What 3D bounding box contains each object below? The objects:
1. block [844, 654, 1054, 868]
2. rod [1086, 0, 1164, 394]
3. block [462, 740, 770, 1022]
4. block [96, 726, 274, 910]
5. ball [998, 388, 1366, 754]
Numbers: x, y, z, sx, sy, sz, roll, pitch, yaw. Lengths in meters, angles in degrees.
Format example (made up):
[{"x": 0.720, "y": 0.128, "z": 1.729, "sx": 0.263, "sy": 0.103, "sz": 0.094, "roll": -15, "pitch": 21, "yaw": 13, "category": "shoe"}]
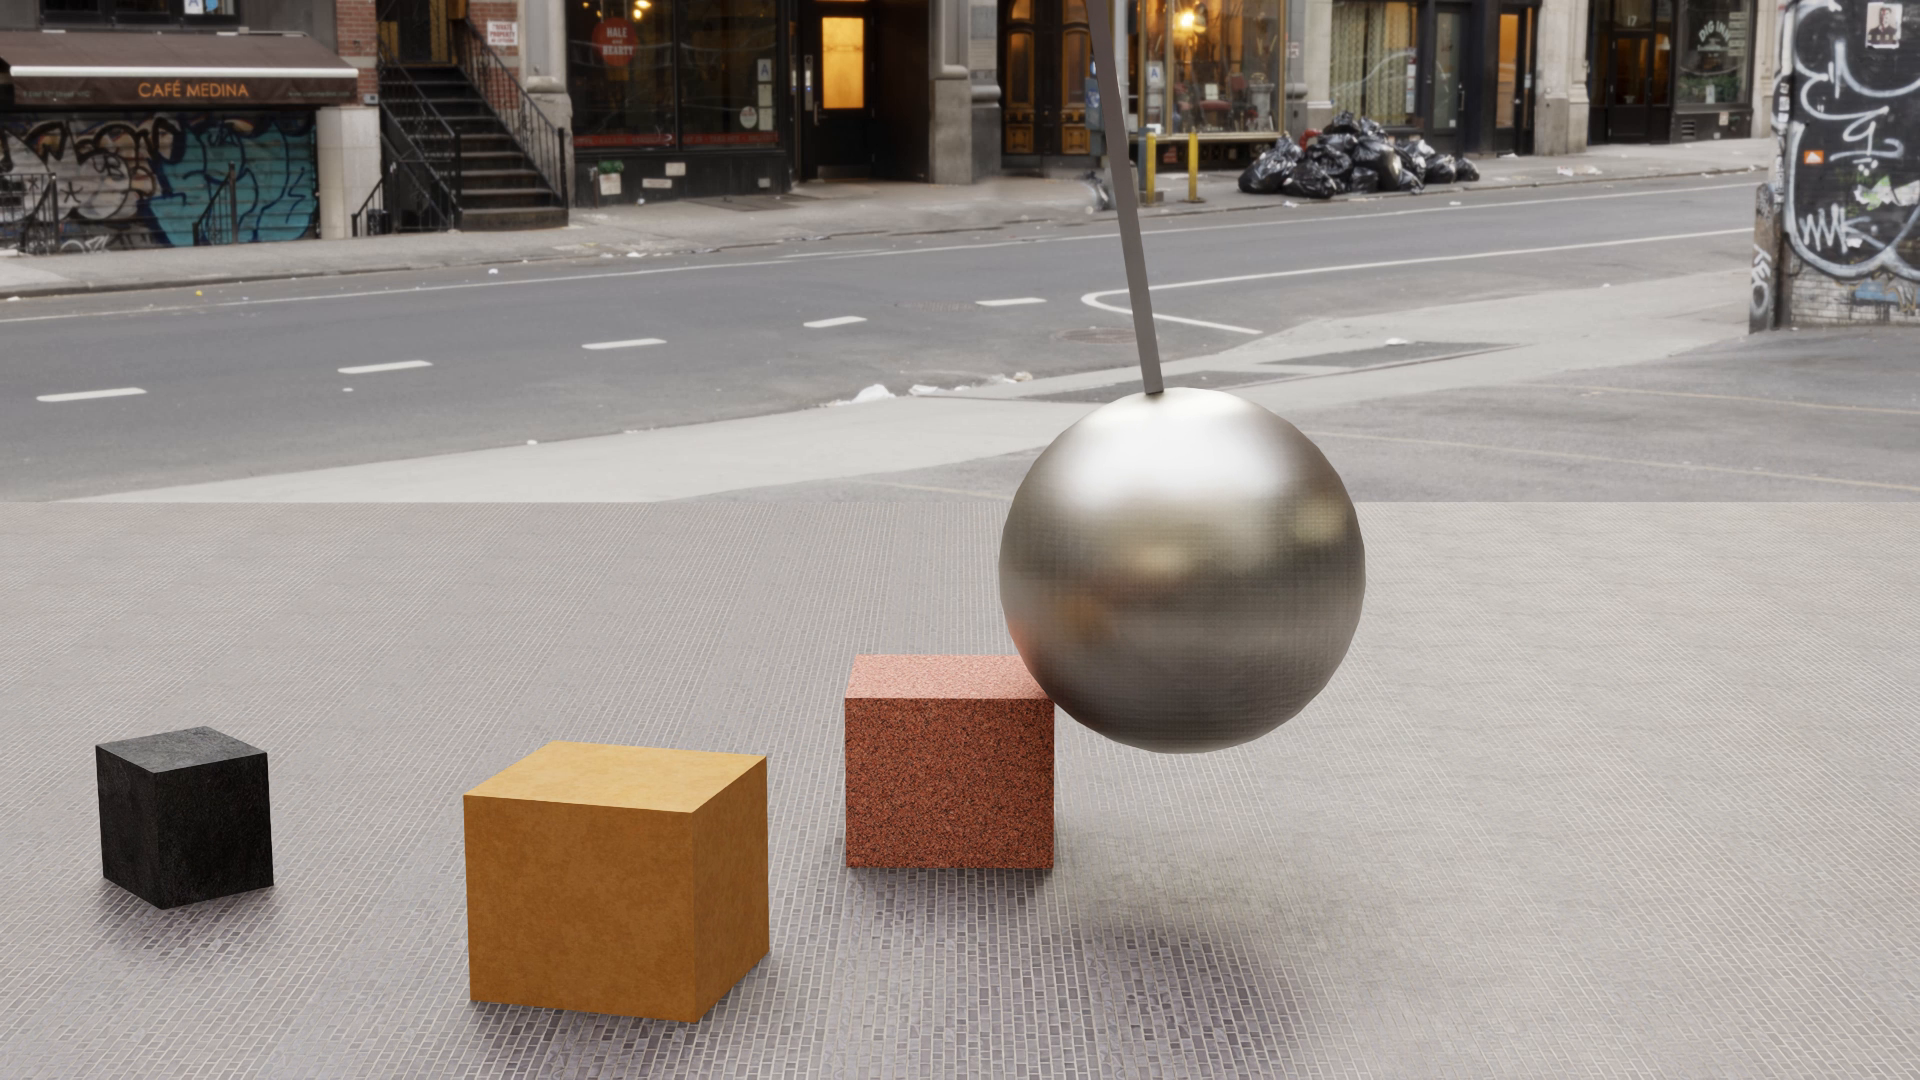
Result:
[{"x": -0.038, "y": 1.007, "z": 11.846, "sx": 0.930, "sy": 0.780, "sz": 0.863, "roll": 0, "pitch": 10, "yaw": 1, "category": "block"}, {"x": 0.419, "y": -3.167, "z": 10.605, "sx": 0.080, "sy": 5.200, "sz": 0.080, "roll": -9, "pitch": 10, "yaw": 2, "category": "rod"}, {"x": -1.326, "y": 1.315, "z": 10.052, "sx": 0.922, "sy": 0.817, "sz": 0.830, "roll": 3, "pitch": 11, "yaw": 15, "category": "block"}, {"x": -3.400, "y": 1.206, "z": 11.246, "sx": 0.514, "sy": 0.603, "sz": 0.611, "roll": -9, "pitch": 14, "yaw": -40, "category": "block"}, {"x": 0.966, "y": 0.135, "z": 11.205, "sx": 1.600, "sy": 1.600, "sz": 1.600, "roll": 0, "pitch": 10, "yaw": 0, "category": "ball"}]
